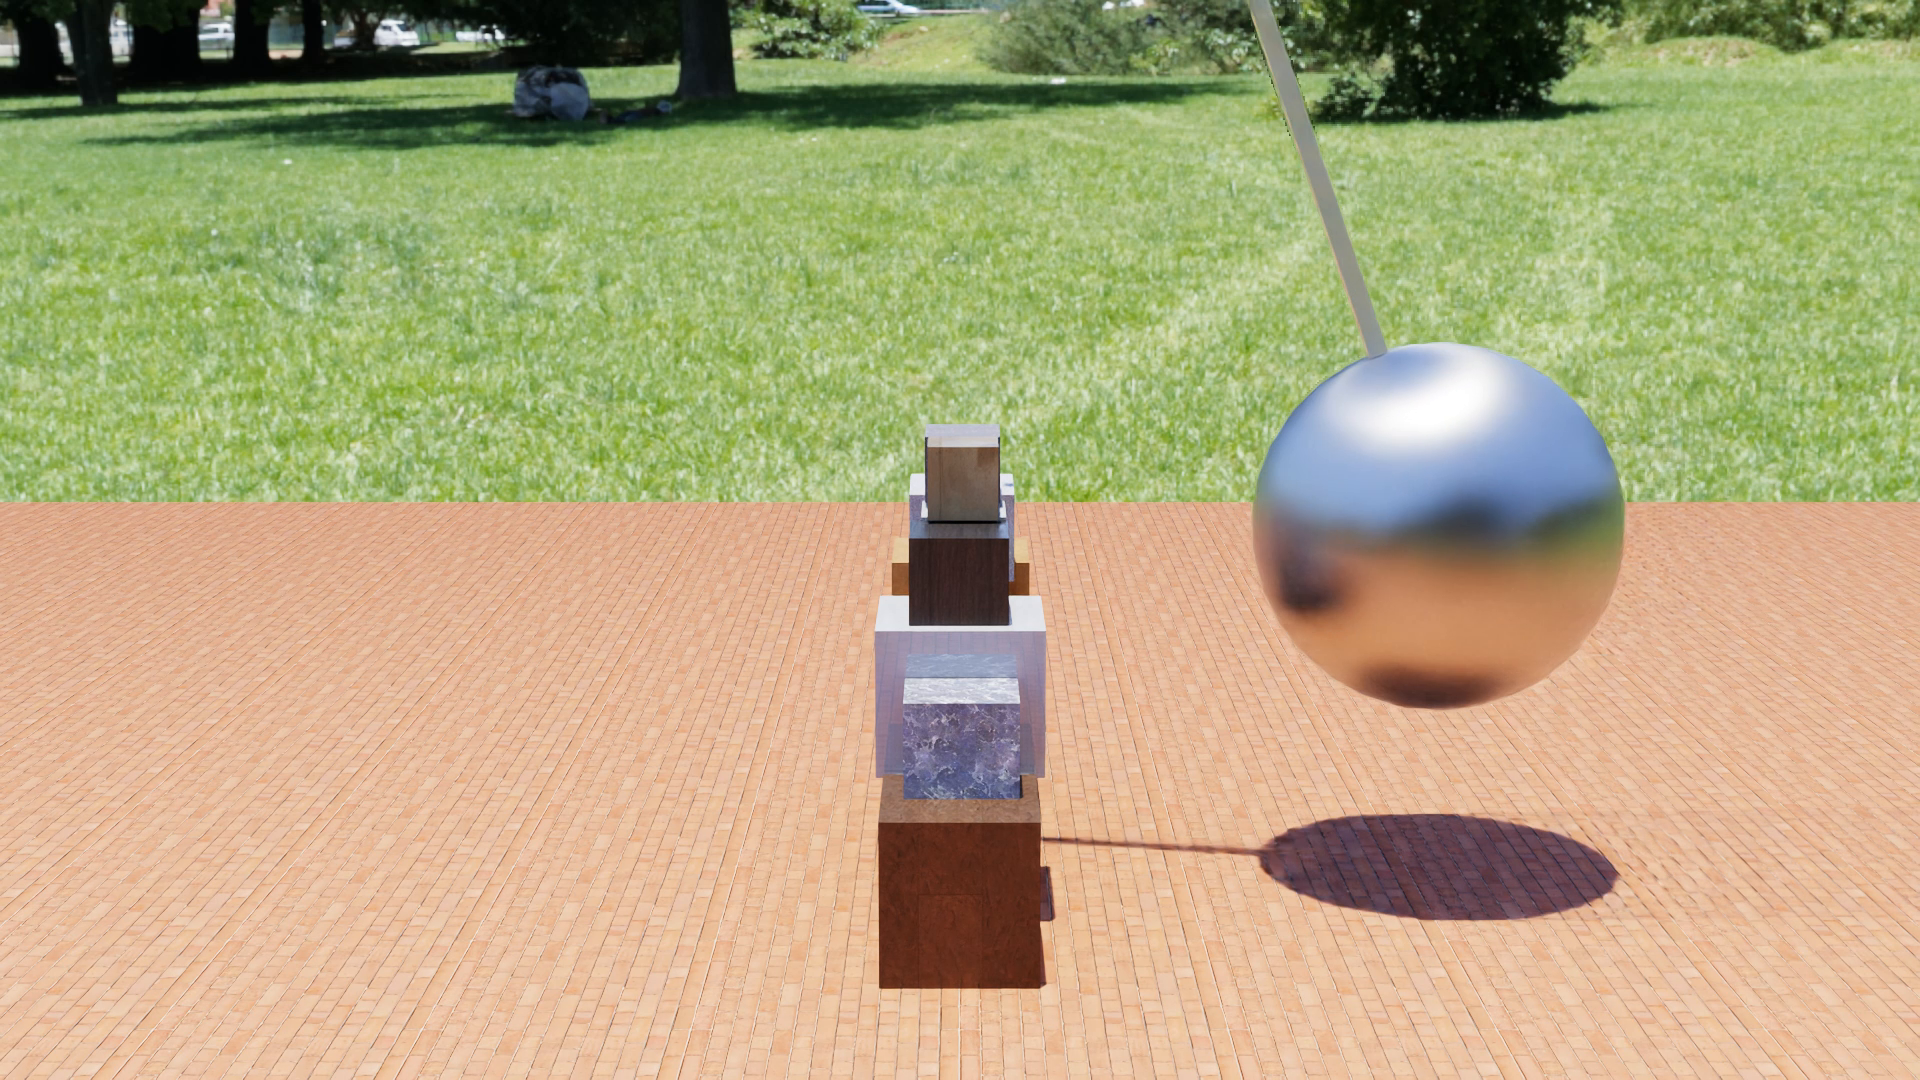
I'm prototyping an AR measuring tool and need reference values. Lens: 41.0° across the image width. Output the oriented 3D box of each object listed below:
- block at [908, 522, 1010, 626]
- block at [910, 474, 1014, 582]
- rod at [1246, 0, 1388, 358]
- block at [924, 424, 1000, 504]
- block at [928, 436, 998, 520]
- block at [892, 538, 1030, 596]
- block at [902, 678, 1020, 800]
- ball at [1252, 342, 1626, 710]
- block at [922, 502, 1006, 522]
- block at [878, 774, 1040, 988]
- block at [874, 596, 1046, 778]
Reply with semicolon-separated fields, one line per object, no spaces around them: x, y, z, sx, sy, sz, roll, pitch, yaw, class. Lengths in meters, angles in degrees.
-0.004;0.138;10.760;0.412;0.368;0.410;0;10;0;block
0.008;-0.060;11.579;0.465;0.394;0.464;0;13;0;block
0.899;-3.198;10.599;0.080;5.200;0.080;-20;10;4;rod
0.011;-0.337;11.251;0.326;0.292;0.307;0;13;0;block
0.013;-0.264;10.962;0.299;0.315;0.279;0;11;0;block
0.003;0.356;12.115;0.632;0.630;0.642;0;10;0;block
0.006;0.797;10.346;0.461;0.389;0.427;0;10;0;block
2.074;-0.059;11.170;1.600;1.600;1.600;0;10;0;ball
0.016;0.054;11.158;0.362;0.385;0.393;0;11;0;block
-0.002;1.354;10.248;0.626;0.670;0.683;0;10;0;block
0.002;0.613;10.906;0.701;0.621;0.721;0;10;0;block
